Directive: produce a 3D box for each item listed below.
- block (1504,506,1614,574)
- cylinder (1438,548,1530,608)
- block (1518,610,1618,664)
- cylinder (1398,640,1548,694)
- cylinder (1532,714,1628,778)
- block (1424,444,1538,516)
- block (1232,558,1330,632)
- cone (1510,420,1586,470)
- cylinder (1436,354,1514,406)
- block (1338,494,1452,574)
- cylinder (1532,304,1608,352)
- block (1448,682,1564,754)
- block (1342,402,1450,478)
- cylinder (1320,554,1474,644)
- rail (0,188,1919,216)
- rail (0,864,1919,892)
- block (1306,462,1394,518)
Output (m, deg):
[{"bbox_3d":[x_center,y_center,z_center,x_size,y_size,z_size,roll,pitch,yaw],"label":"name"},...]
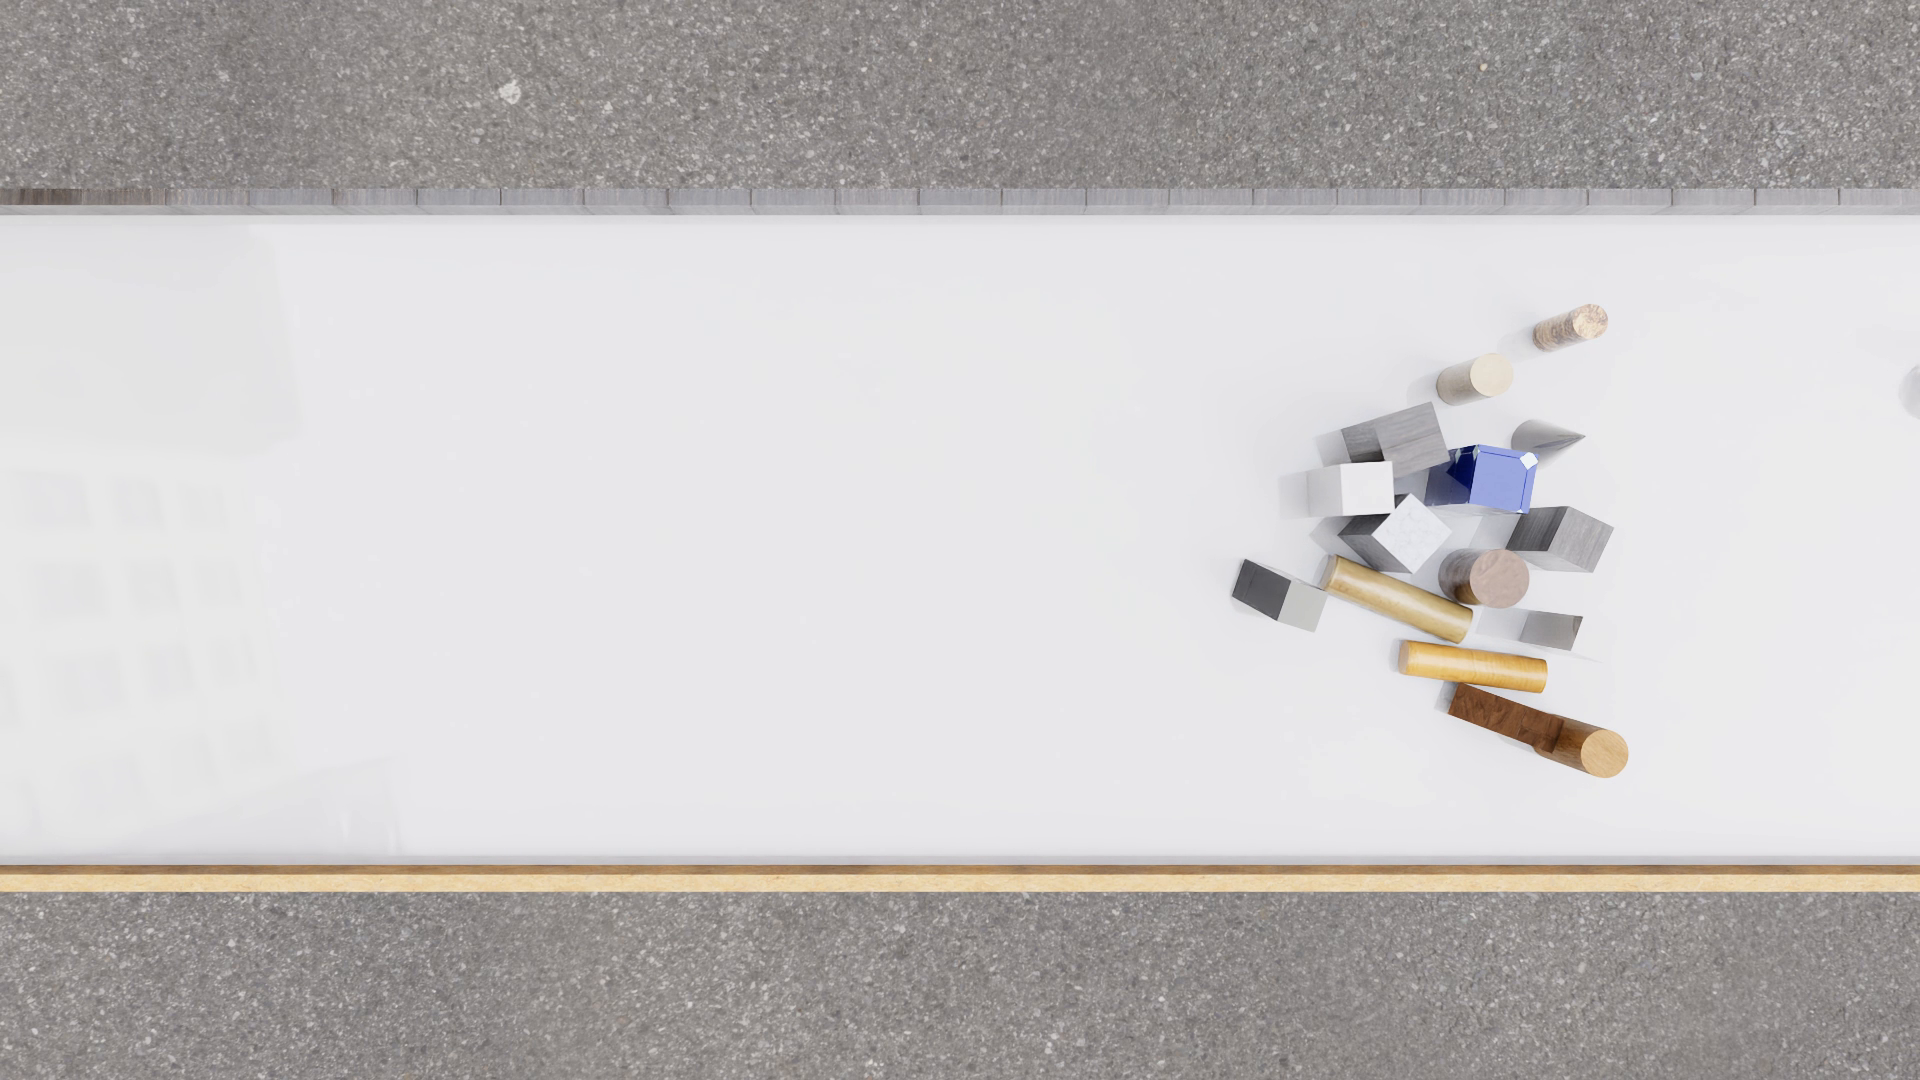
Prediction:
[{"bbox_3d":[1.771,-0.001,4.890,0.144,0.373,0.144,25,90,0],"label":"block"},{"bbox_3d":[1.558,0.112,4.918,0.173,0.317,0.173,0,90,0],"label":"cylinder"},{"bbox_3d":[1.786,0.282,4.858,0.104,0.436,0.104,20,90,0],"label":"block"},{"bbox_3d":[1.560,0.386,5.022,0.423,0.107,0.107,8,90,0],"label":"cylinder"},{"bbox_3d":[1.829,0.607,4.885,0.139,0.377,0.139,0,91,-2],"label":"cylinder"},{"bbox_3d":[1.523,-0.171,4.847,0.169,0.459,0.169,10,90,0],"label":"block"},{"bbox_3d":[0.945,0.162,4.887,0.124,0.349,0.124,17,96,-15],"label":"block"},{"bbox_3d":[1.773,-0.294,4.871,0.156,0.410,0.156,0,90,0],"label":"cone"},{"bbox_3d":[1.528,-0.474,4.906,0.125,0.341,0.125,0,90,0],"label":"cylinder"},{"bbox_3d":[1.275,-0.018,4.864,0.162,0.425,0.162,43,90,0],"label":"block"},{"bbox_3d":[1.813,-0.629,4.909,0.102,0.335,0.102,0,90,0],"label":"cylinder"},{"bbox_3d":[1.631,0.530,4.933,0.301,0.104,0.104,21,90,45],"label":"block"},{"bbox_3d":[1.284,-0.284,4.883,0.178,0.387,0.178,-18,90,0],"label":"block"},{"bbox_3d":[1.327,0.180,5.018,0.446,0.117,0.117,22,90,0],"label":"cylinder"},{"bbox_3d":[-2.247,-1.025,5.002,12.000,0.150,0.050,0,90,0],"label":"rail"},{"bbox_3d":[-2.247,1.025,5.001,12.000,0.150,0.050,0,90,0],"label":"rail"},{"bbox_3d":[1.142,-0.145,4.849,0.144,0.455,0.144,-3,90,0],"label":"block"}]
